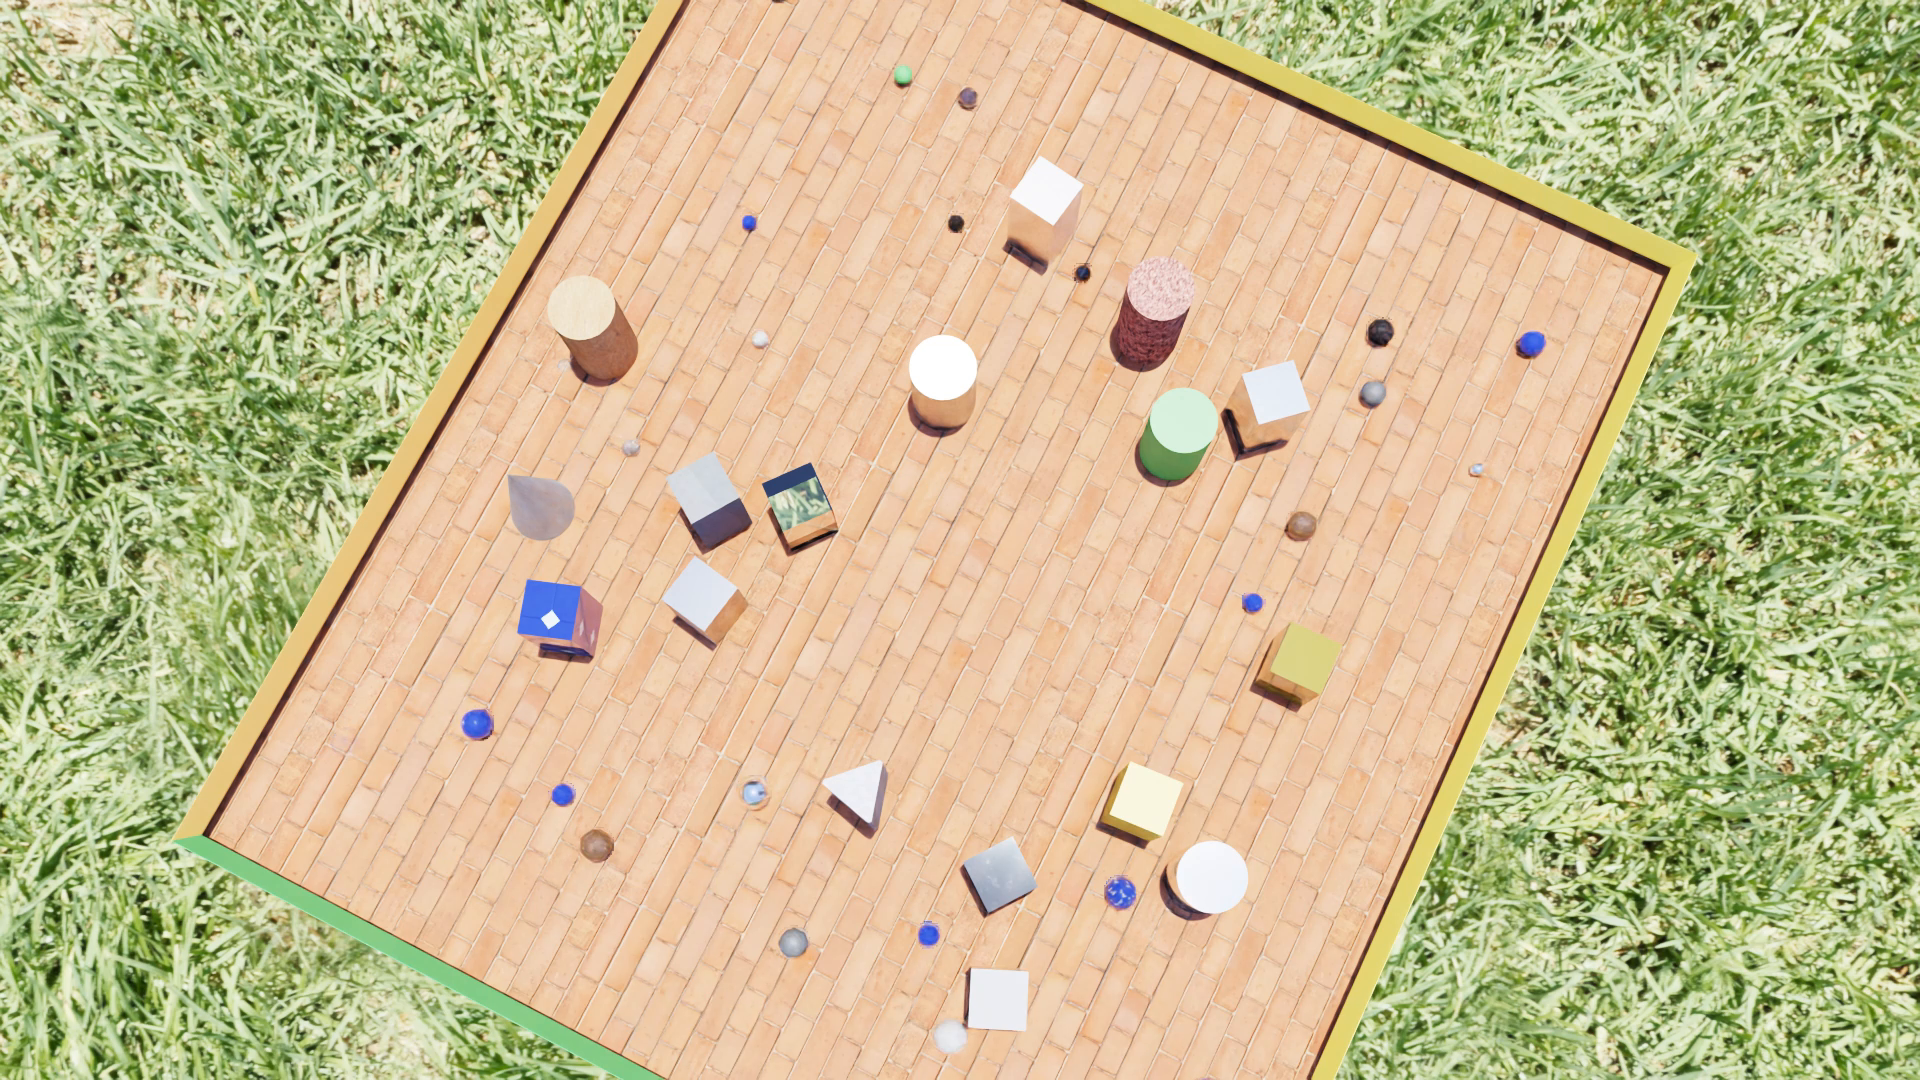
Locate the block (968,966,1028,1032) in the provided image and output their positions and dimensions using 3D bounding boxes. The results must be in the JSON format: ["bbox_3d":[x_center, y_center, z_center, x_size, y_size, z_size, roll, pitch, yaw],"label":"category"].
[{"bbox_3d":[0.106,1.293,5.182,0.158,0.327,0.158,3,78,1],"label":"block"}]

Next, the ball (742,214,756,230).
[{"bbox_3d":[-0.667,-1.005,5.800,0.048,0.048,0.048,0,78,0],"label":"ball"}]

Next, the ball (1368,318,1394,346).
[{"bbox_3d":[1.311,-0.648,5.709,0.082,0.082,0.082,0,78,0],"label":"ball"}]

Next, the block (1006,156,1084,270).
[{"bbox_3d":[0.258,-1.001,5.632,0.158,0.375,0.158,35,80,7],"label":"block"}]

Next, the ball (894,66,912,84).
[{"bbox_3d":[-0.182,-1.496,5.895,0.061,0.061,0.061,0,78,0],"label":"ball"}]

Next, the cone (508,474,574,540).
[{"bbox_3d":[-1.282,-0.140,5.412,0.198,0.457,0.198,0,78,0],"label":"cone"}]

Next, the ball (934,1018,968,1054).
[{"bbox_3d":[-0.027,1.428,5.270,0.099,0.099,0.099,0,78,0],"label":"ball"}]

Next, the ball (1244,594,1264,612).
[{"bbox_3d":[0.889,0.191,5.547,0.059,0.059,0.059,0,78,0],"label":"ball"}]

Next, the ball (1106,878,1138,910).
[{"bbox_3d":[0.472,1.033,5.356,0.092,0.092,0.092,0,78,0],"label":"ball"}]

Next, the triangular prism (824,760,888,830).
[{"bbox_3d":[-0.264,0.708,5.250,0.171,0.432,0.148,40,81,8],"label":"triangular prism"}]

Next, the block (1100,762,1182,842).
[{"bbox_3d":[0.519,0.756,5.276,0.158,0.361,0.158,22,79,4],"label":"block"}]

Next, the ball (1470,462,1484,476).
[{"bbox_3d":[1.592,-0.217,5.640,0.042,0.042,0.042,0,78,0],"label":"ball"}]

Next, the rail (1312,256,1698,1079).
[{"bbox_3d":[1.448,0.716,5.402,0.045,0.128,3.646,26,80,5],"label":"rail"}]

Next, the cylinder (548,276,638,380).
[{"bbox_3d":[-1.106,-0.639,5.546,0.198,0.397,0.198,0,78,0],"label":"cylinder"}]

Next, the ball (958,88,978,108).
[{"bbox_3d":[0.027,-1.421,5.878,0.063,0.063,0.063,0,78,0],"label":"ball"}]

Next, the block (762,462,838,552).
[{"bbox_3d":[-0.475,-0.097,5.487,0.158,0.293,0.158,-24,79,-5],"label":"block"}]

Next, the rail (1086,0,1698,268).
[{"bbox_3d":[0.805,-1.569,5.875,3.285,0.128,0.045,26,80,5],"label":"rail"}]

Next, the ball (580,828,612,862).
[{"bbox_3d":[-1.070,0.897,5.383,0.094,0.094,0.094,0,78,0],"label":"ball"}]

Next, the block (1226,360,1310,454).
[{"bbox_3d":[0.922,-0.396,5.518,0.158,0.354,0.158,-16,79,-3],"label":"block"}]

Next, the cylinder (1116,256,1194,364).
[{"bbox_3d":[0.586,-0.690,5.544,0.198,0.423,0.198,0,78,0],"label":"cylinder"}]

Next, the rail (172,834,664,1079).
[{"bbox_3d":[-0.805,1.583,5.222,3.285,0.128,0.045,26,80,5],"label":"rail"}]

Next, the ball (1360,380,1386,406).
[{"bbox_3d":[1.280,-0.455,5.671,0.078,0.078,0.078,0,78,0],"label":"ball"}]

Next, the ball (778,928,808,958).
[{"bbox_3d":[-0.485,1.172,5.331,0.085,0.085,0.085,0,78,0],"label":"ball"}]

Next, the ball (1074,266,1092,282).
[{"bbox_3d":[0.387,-0.837,5.763,0.053,0.053,0.053,0,78,0],"label":"ball"}]

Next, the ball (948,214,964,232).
[{"bbox_3d":[-0.012,-1.003,5.797,0.053,0.053,0.053,0,78,0],"label":"ball"}]

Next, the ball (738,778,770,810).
[{"bbox_3d":[-0.608,0.748,5.414,0.094,0.094,0.094,0,78,0],"label":"ball"}]

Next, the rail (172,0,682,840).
[{"bbox_3d":[-1.448,-0.702,5.695,0.045,0.128,3.646,26,80,5],"label":"rail"}]

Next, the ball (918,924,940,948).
[{"bbox_3d":[-0.091,1.154,5.344,0.065,0.065,0.065,0,78,0],"label":"ball"}]

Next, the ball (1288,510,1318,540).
[{"bbox_3d":[1.043,-0.045,5.580,0.089,0.089,0.089,0,78,0],"label":"ball"}]

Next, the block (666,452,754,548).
[{"bbox_3d":[-0.743,-0.116,5.461,0.158,0.352,0.158,-30,80,-6],"label":"block"}]

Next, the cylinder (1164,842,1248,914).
[{"bbox_3d":[0.701,0.969,5.249,0.198,0.328,0.198,0,78,0],"label":"cylinder"}]

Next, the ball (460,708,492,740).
[{"bbox_3d":[-1.439,0.547,5.456,0.092,0.092,0.092,0,78,0],"label":"ball"}]

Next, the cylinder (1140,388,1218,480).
[{"bbox_3d":[0.653,-0.314,5.508,0.198,0.341,0.198,0,78,0],"label":"cylinder"}]

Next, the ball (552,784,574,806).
[{"bbox_3d":[-1.177,0.755,5.427,0.066,0.066,0.066,0,78,0],"label":"ball"}]

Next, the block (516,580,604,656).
[{"bbox_3d":[-1.173,0.233,5.397,0.158,0.336,0.158,8,78,2],"label":"block"}]

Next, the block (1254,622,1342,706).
[{"bbox_3d":[0.989,0.368,5.386,0.158,0.302,0.158,25,79,5],"label":"block"}]

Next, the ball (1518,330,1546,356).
[{"bbox_3d":[1.781,-0.612,5.702,0.081,0.081,0.081,0,78,0],"label":"ball"}]

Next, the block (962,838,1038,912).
[{"bbox_3d":[0.115,0.968,5.288,0.158,0.250,0.158,-27,80,-5],"label":"block"}]

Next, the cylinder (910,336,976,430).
[{"bbox_3d":[-0.049,-0.470,5.537,0.198,0.347,0.198,0,78,0],"label":"cylinder"}]

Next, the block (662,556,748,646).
[{"bbox_3d":[-0.752,0.183,5.432,0.158,0.287,0.158,36,81,7],"label":"block"}]

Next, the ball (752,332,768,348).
[{"bbox_3d":[-0.625,-0.627,5.721,0.051,0.051,0.051,0,78,0],"label":"ball"}]

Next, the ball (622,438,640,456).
[{"bbox_3d":[-1.014,-0.286,5.649,0.053,0.053,0.053,0,78,0],"label":"ball"}]
